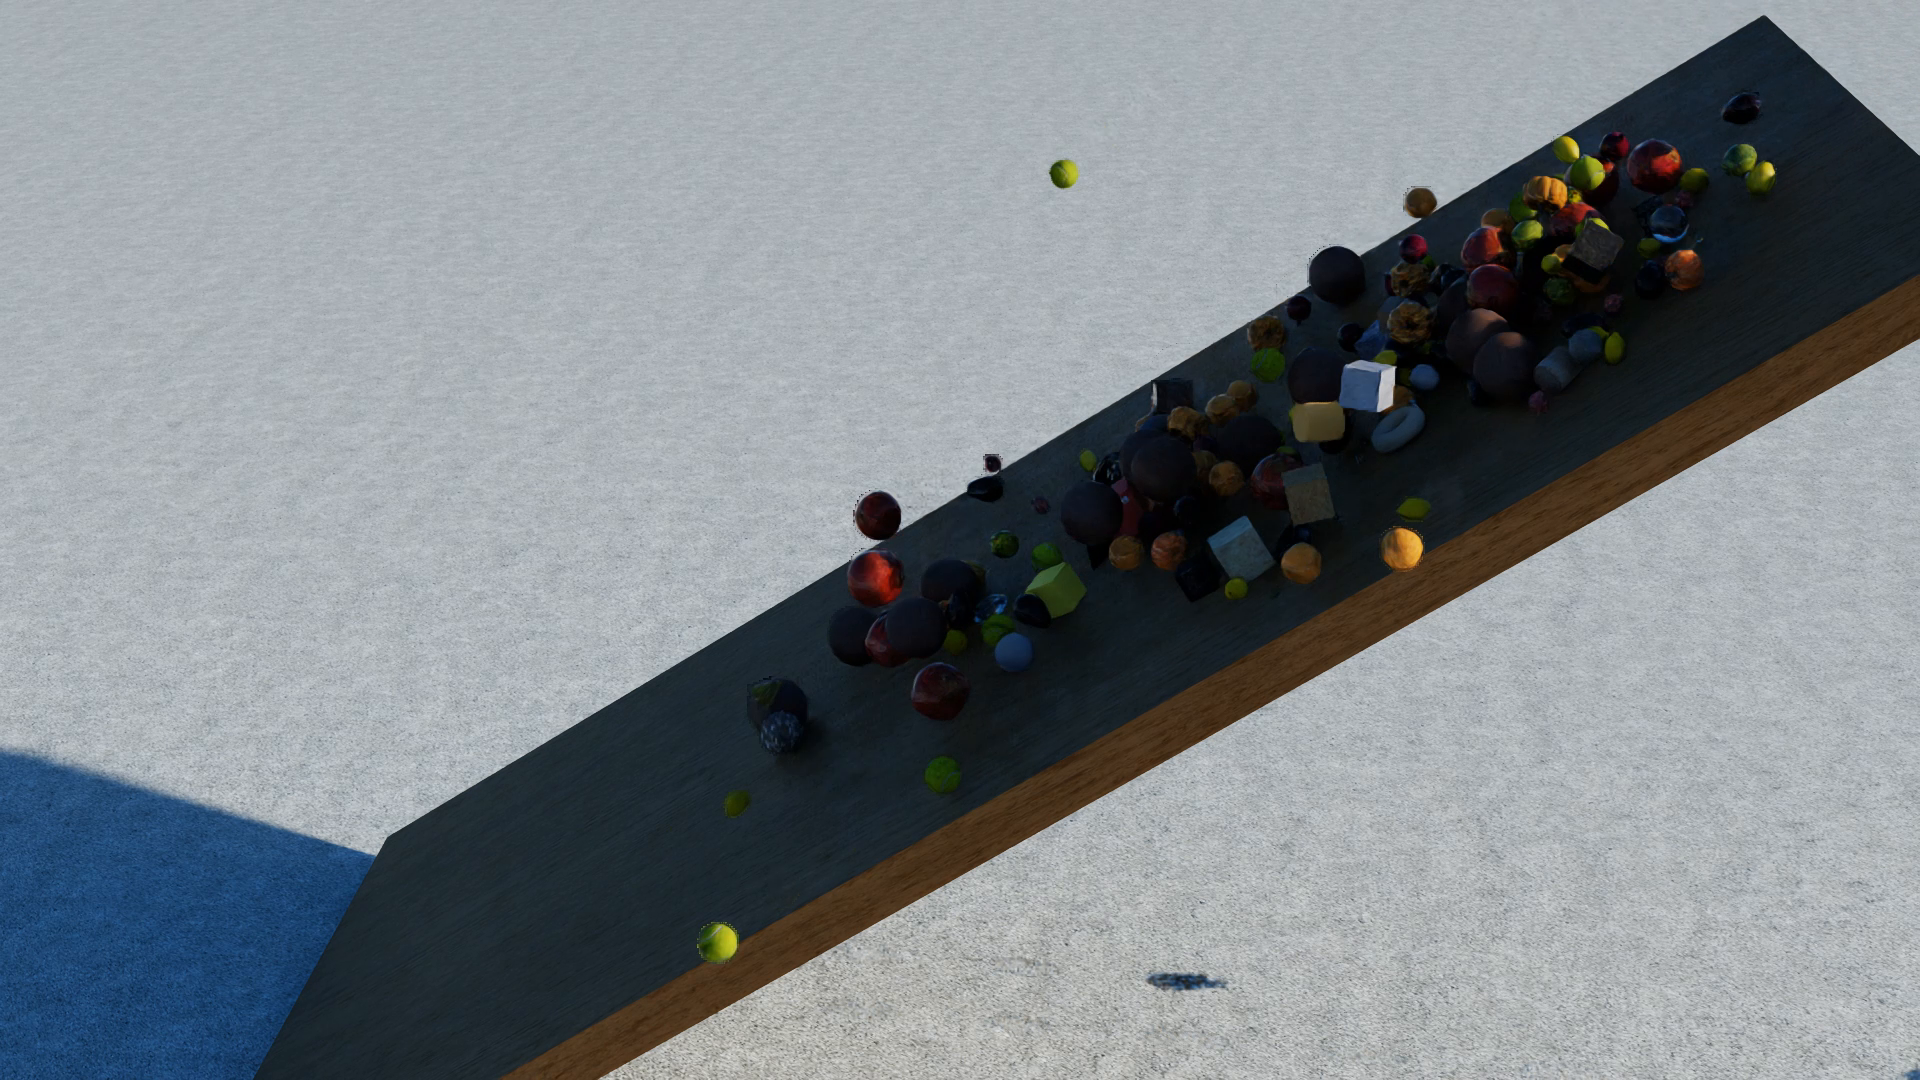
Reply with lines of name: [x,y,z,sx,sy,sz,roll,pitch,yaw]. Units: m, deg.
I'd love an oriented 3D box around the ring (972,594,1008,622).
ring: [0.063,0.145,6.287,0.087,0.029,0.087,-31,16,10]

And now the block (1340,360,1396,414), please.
block: [0.749,-0.283,5.409,0.075,0.075,0.075,12,18,27]

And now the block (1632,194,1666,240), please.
block: [1.385,-0.643,5.866,0.060,0.060,0.060,-30,16,16]

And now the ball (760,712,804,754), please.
ball: [-0.381,0.411,6.280,0.092,0.092,0.092,0,20,0]

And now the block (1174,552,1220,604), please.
block: [0.454,0.071,5.625,0.060,0.060,0.060,-29,16,21]

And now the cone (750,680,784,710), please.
cone: [-0.403,0.319,6.279,0.066,0.066,0.066,-37,20,7]

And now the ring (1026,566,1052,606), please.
ring: [0.172,0.097,6.142,0.033,0.098,0.098,33,25,2]

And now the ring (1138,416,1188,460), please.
ring: [0.443,-0.222,6.431,0.118,0.118,0.039,-10,48,-25]

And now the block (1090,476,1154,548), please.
block: [0.341,-0.060,6.199,0.094,0.094,0.094,-34,15,13]

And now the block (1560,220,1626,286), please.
block: [1.220,-0.553,5.668,0.080,0.080,0.080,31,-10,6]

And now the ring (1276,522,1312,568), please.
ring: [0.621,0.008,5.469,0.033,0.098,0.098,25,15,-15]

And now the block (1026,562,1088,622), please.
block: [0.197,0.106,6.031,0.077,0.077,0.077,-22,19,39]

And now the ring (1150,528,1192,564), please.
ring: [0.424,0.013,5.926,0.094,0.031,0.094,-30,19,12]

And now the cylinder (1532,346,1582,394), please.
cylinder: [1.102,-0.313,5.429,0.065,0.065,0.065,-42,38,-21]

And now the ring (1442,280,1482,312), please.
ring: [1.060,-0.514,6.206,0.094,0.031,0.094,-33,14,9]

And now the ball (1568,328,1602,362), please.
ball: [1.143,-0.355,5.374,0.062,0.062,0.062,0,20,0]

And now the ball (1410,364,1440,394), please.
ball: [0.918,-0.319,5.803,0.060,0.060,0.060,0,20,0]

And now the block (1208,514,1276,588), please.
block: [0.532,0.022,5.560,0.088,0.088,0.088,-33,15,6]

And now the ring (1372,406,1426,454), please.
ring: [0.850,-0.215,5.700,0.117,0.039,0.117,-36,20,15]

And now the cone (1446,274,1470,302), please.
cone: [1.028,-0.526,6.019,0.053,0.053,0.053,12,68,30]

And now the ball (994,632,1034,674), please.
ball: [0.109,0.225,5.844,0.080,0.080,0.080,0,20,0]

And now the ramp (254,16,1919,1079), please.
ramp: [0.140,0.170,6.295,4.000,0.100,2.000,-31,15,14]

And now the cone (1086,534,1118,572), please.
cone: [0.287,0.034,6.149,0.071,0.071,0.071,7,64,19]

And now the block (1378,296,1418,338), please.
block: [0.891,-0.453,5.984,0.057,0.057,0.057,18,47,36]

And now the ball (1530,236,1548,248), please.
ball: [1.212,-0.603,6.116,0.056,0.056,0.056,0,20,0]

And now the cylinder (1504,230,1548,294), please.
cylinder: [1.163,-0.567,6.010,0.096,0.096,0.096,5,35,13]

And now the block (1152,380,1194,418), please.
block: [0.475,-0.313,6.554,0.080,0.080,0.080,-4,5,-2]

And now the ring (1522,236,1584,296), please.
ring: [1.197,-0.551,5.901,0.136,0.045,0.136,-7,61,13]

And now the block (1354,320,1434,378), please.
block: [0.896,-0.400,6.073,0.098,0.098,0.098,-16,24,50]

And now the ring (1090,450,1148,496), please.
ring: [0.353,-0.146,6.532,0.147,0.049,0.147,-33,16,11]

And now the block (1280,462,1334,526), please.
block: [0.646,-0.085,5.463,0.079,0.079,0.079,-13,21,6]

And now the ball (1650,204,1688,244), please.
ball: [1.384,-0.617,5.742,0.075,0.075,0.075,0,20,0]
